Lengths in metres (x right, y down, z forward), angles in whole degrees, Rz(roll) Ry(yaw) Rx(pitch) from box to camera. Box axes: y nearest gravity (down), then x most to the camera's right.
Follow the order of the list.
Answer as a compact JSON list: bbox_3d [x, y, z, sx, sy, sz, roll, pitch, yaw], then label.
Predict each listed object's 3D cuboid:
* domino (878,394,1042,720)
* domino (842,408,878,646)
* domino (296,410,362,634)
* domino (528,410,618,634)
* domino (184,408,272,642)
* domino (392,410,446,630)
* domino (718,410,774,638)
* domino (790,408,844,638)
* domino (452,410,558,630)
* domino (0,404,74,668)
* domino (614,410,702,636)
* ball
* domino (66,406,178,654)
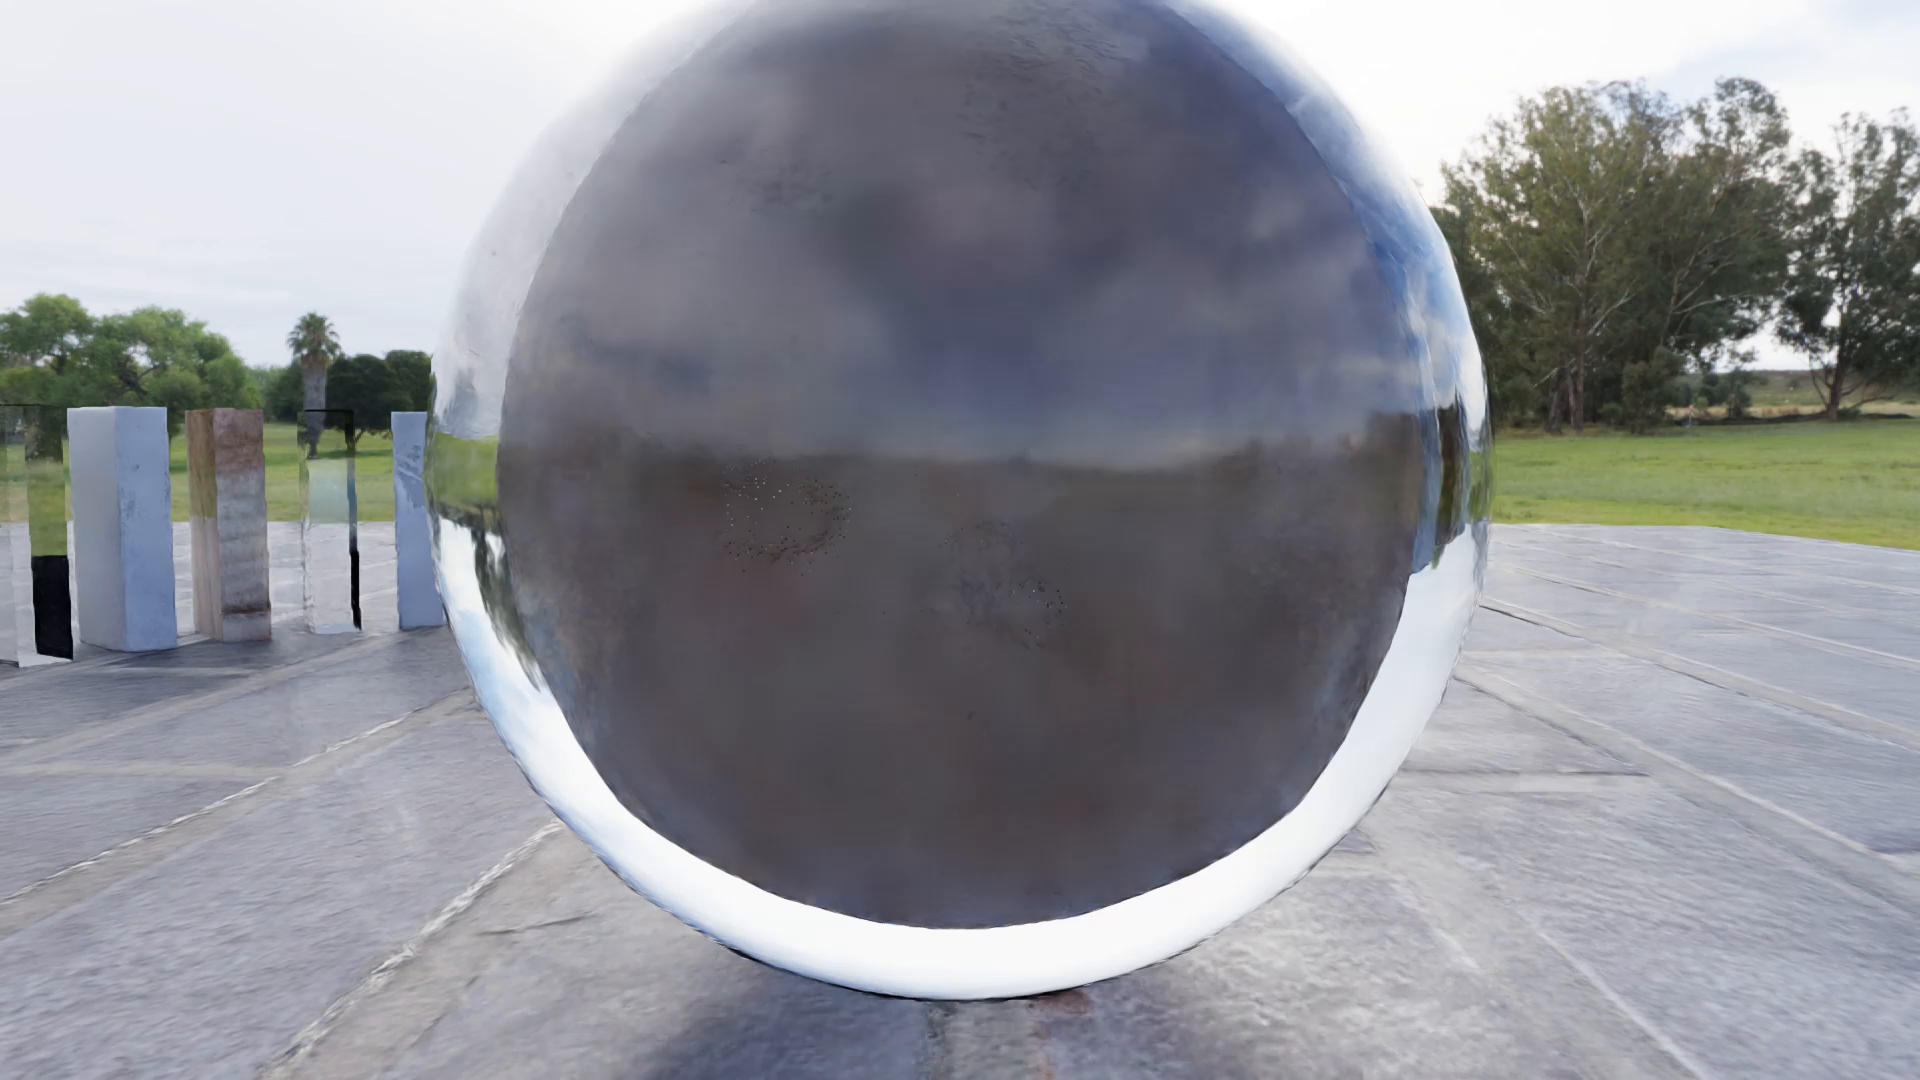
[{"bbox_3d":[0.000,0.002,0.201,0.025,0.050,0.009,0,4,0],"label":"domino"},{"bbox_3d":[-0.013,-0.003,0.279,0.025,0.050,0.009,-4,6,-39],"label":"domino"},{"bbox_3d":[-0.147,-0.005,0.298,0.010,0.050,0.025,-3,5,-32],"label":"domino"},{"bbox_3d":[-0.089,-0.005,0.299,0.010,0.050,0.025,1,4,13],"label":"domino"},{"bbox_3d":[-0.163,-0.004,0.285,0.010,0.050,0.025,-4,6,-43],"label":"domino"},{"bbox_3d":[-0.128,-0.005,0.306,0.009,0.050,0.025,-1,4,-17],"label":"domino"},{"bbox_3d":[-0.049,-0.004,0.293,0.009,0.050,0.025,0,4,-3],"label":"domino"},{"bbox_3d":[-0.028,-0.004,0.292,0.009,0.050,0.025,2,5,20],"label":"domino"},{"bbox_3d":[-0.108,-0.005,0.306,0.010,0.050,0.025,1,4,17],"label":"domino"},{"bbox_3d":[-0.188,-0.001,0.253,0.025,0.050,0.009,3,5,31],"label":"domino"},{"bbox_3d":[-0.069,-0.005,0.295,0.010,0.050,0.025,1,4,11],"label":"domino"},{"bbox_3d":[0.000,-0.005,0.103,0.080,0.080,0.080,0,4,0],"label":"ball"},{"bbox_3d":[-0.177,-0.003,0.270,0.025,0.050,0.009,3,5,37],"label":"domino"}]
